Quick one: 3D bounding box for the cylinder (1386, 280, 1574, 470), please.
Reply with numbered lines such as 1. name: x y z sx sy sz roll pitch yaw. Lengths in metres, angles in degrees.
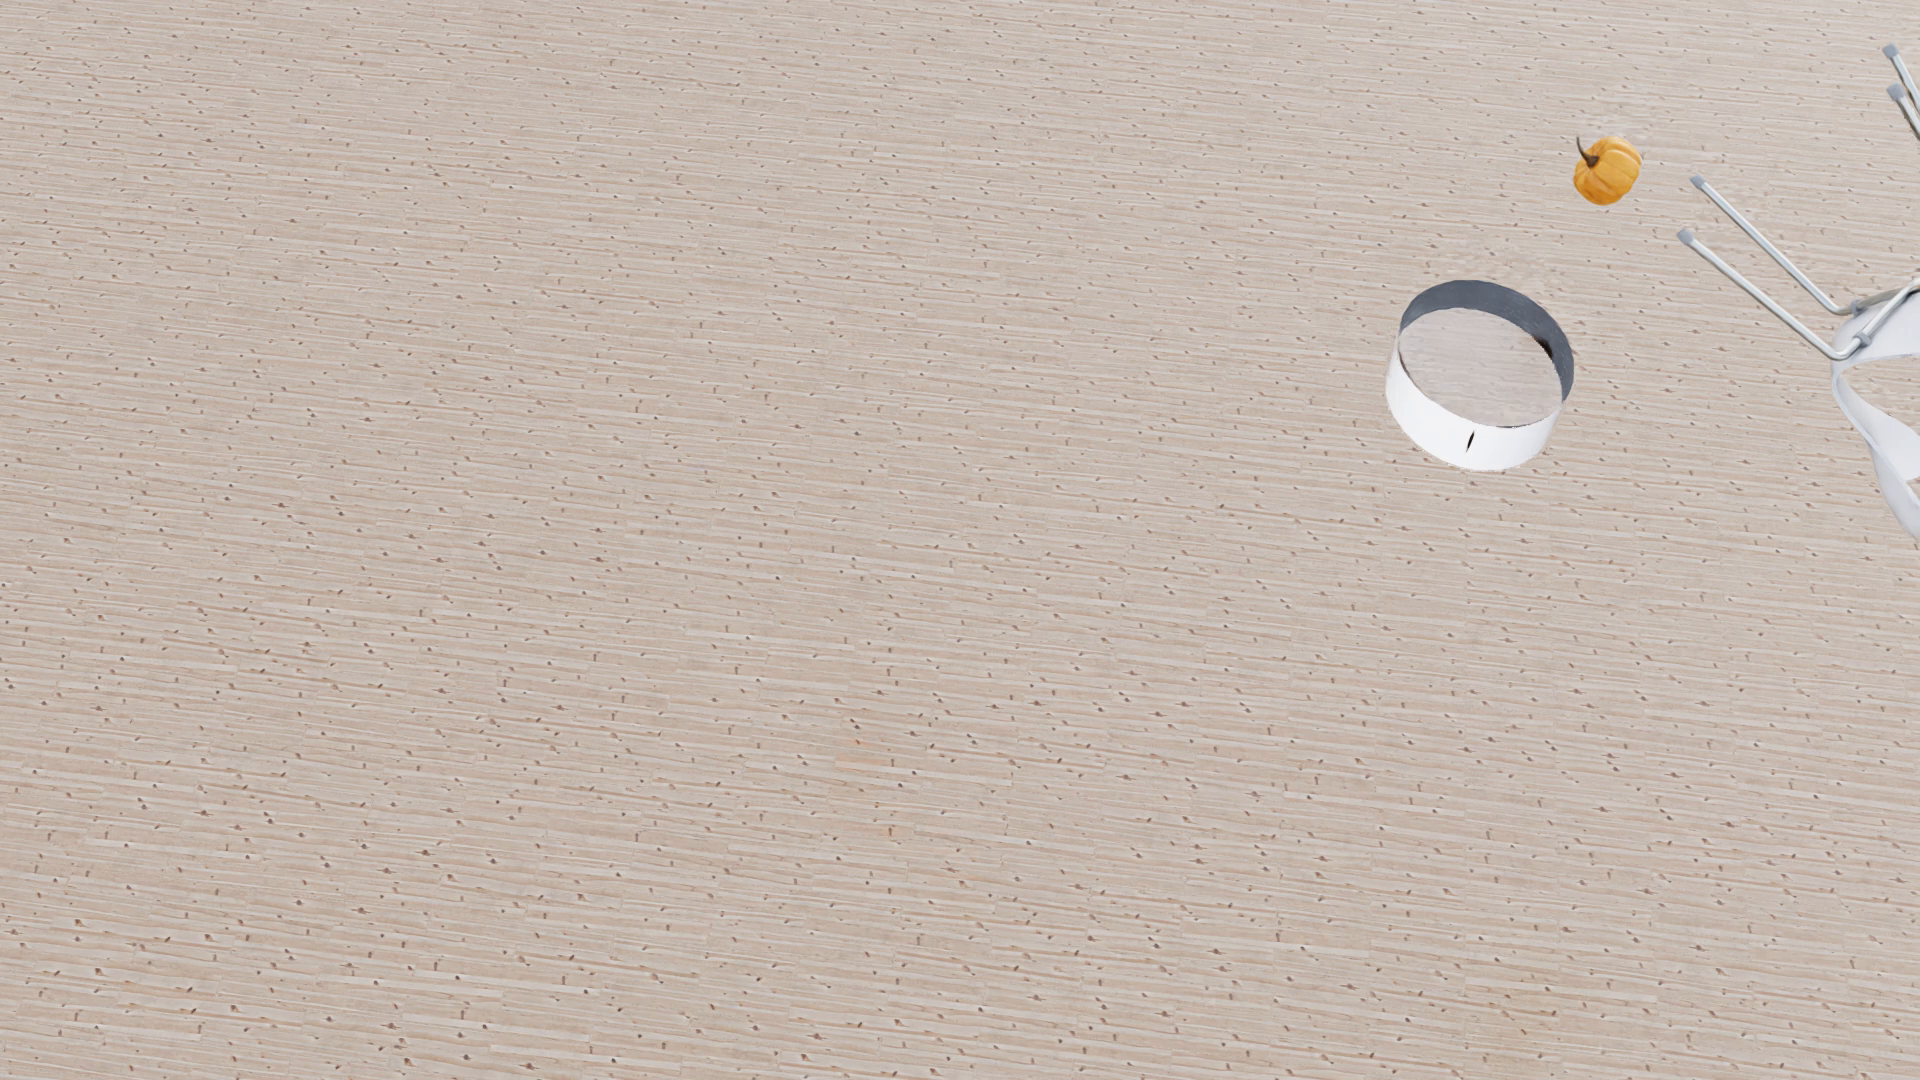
1. cylinder: 0.752 -0.239 3.197 0.260 0.151 0.219 36 74 16
